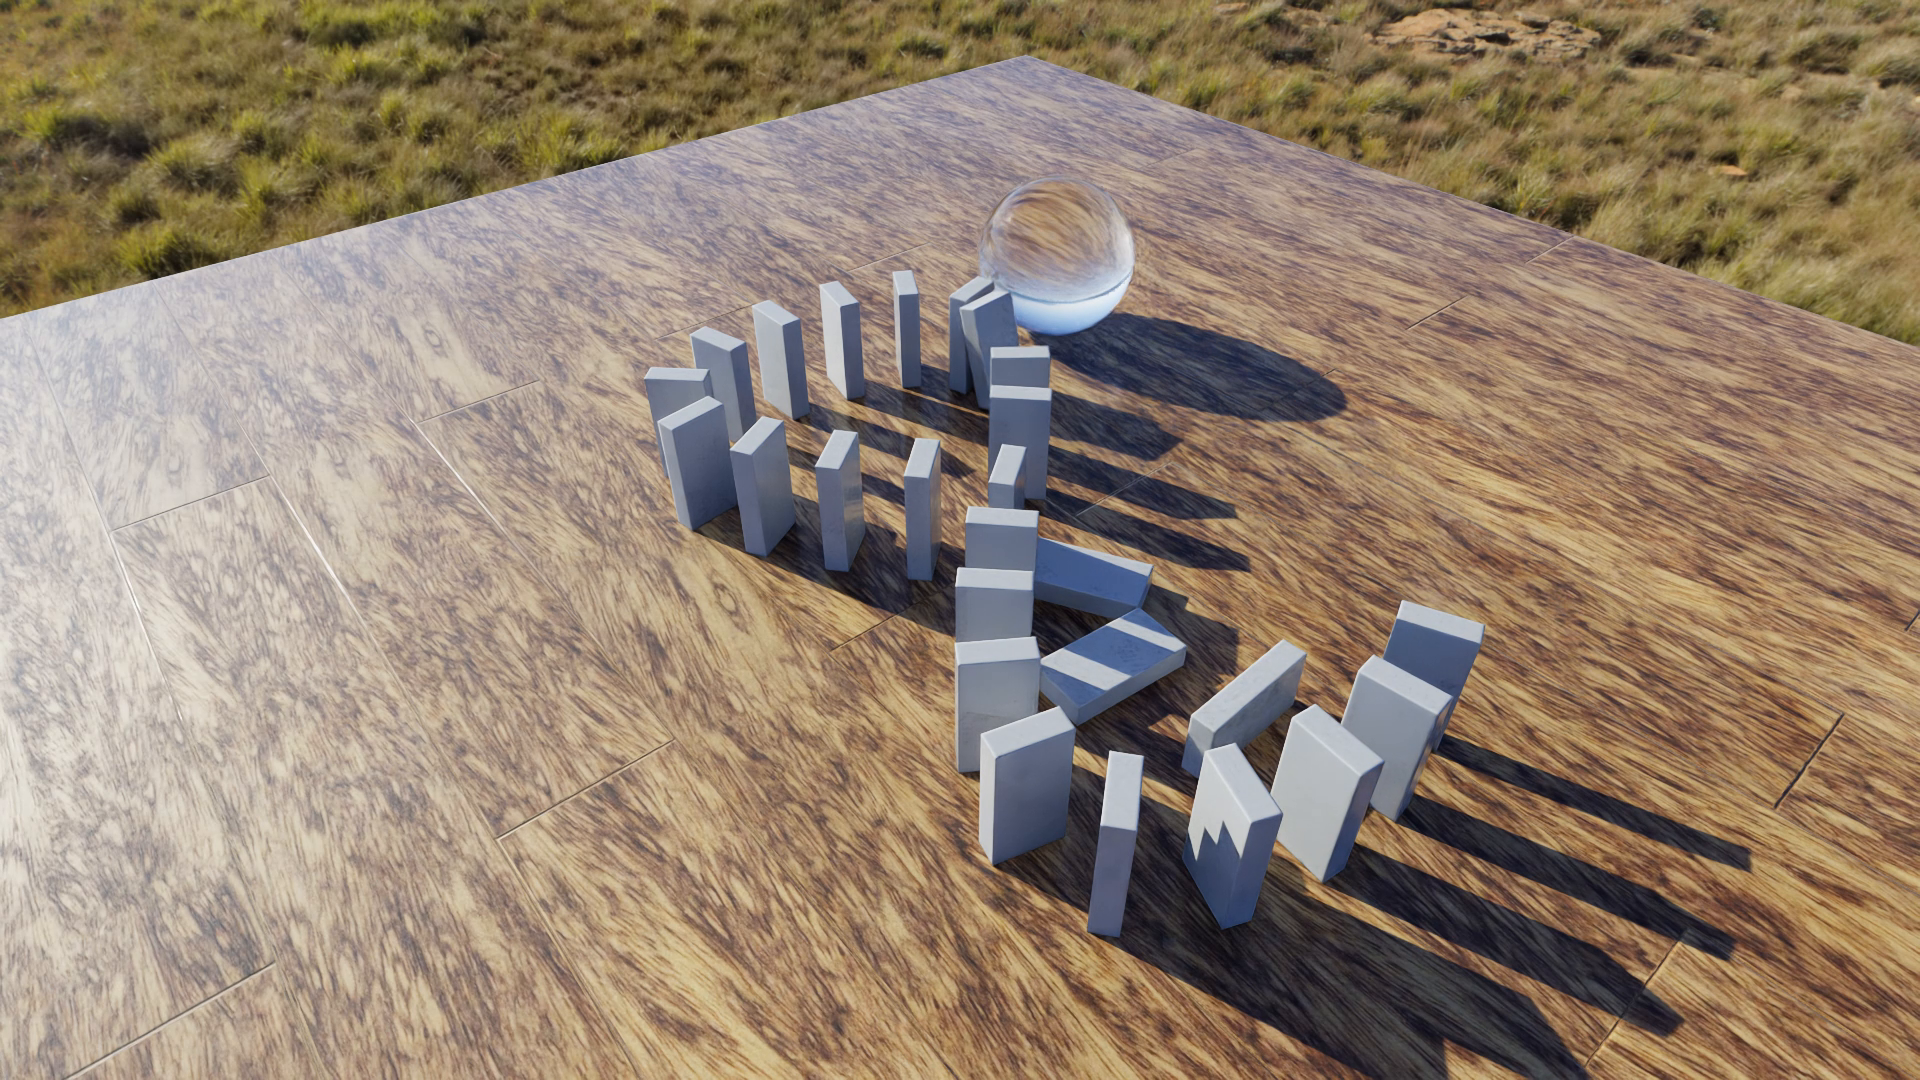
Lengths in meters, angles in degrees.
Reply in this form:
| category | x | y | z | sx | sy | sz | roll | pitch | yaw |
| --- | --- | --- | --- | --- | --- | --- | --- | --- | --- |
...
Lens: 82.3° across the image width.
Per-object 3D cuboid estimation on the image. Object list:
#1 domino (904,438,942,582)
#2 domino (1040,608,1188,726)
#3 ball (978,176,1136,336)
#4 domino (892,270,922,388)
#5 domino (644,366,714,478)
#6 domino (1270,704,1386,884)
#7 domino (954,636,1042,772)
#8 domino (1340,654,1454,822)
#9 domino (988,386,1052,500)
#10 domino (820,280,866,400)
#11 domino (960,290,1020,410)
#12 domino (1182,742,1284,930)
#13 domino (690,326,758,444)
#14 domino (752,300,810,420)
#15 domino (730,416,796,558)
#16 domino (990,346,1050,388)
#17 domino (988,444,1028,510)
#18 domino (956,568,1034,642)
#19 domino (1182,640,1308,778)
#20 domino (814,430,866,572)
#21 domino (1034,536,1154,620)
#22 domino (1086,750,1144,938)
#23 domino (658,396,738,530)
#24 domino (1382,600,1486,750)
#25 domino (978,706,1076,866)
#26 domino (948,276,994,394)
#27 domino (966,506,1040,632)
| category | x | y | z | sx | sy | sz | roll | pitch | yaw |
| --- | --- | --- | --- | --- | --- | --- | --- | --- | --- |
| domino | -0.014 | -0.011 | 0.425 | 0.010 | 0.050 | 0.025 | 5 | 40 | 7 |
| domino | 0.053 | 0.044 | 0.390 | 0.050 | 0.010 | 0.025 | -24 | 45 | -27 |
| ball | 0.050 | -0.146 | 0.565 | 0.080 | 0.080 | 0.080 | 0 | 39 | 0 |
| domino | -0.026 | -0.103 | 0.537 | 0.009 | 0.050 | 0.025 | -6 | 40 | -7 |
| domino | -0.117 | -0.049 | 0.472 | 0.025 | 0.050 | 0.010 | 3 | 39 | 4 |
| domino | 0.105 | 0.074 | 0.321 | 0.010 | 0.050 | 0.025 | -23 | 44 | -25 |
| domino | 0.011 | 0.053 | 0.347 | 0.025 | 0.050 | 0.010 | -4 | 39 | -5 |
| domino | 0.130 | 0.061 | 0.337 | 0.025 | 0.050 | 0.009 | 31 | 48 | 32 |
| domino | 0.025 | -0.040 | 0.461 | 0.025 | 0.050 | 0.010 | 4 | 39 | 5 |
| domino | -0.056 | -0.095 | 0.528 | 0.010 | 0.050 | 0.025 | -18 | 43 | -21 |
| domino | 0.016 | -0.090 | 0.520 | 0.009 | 0.050 | 0.025 | 18 | 41 | 43 |
| domino | 0.076 | 0.084 | 0.309 | 0.009 | 0.050 | 0.025 | -12 | 41 | -14 |
| domino | -0.106 | -0.069 | 0.495 | 0.025 | 0.050 | 0.009 | 24 | 45 | 27 |
| domino | -0.083 | -0.084 | 0.514 | 0.009 | 0.050 | 0.025 | -29 | 47 | -31 |
| domino | -0.078 | -0.021 | 0.437 | 0.010 | 0.050 | 0.025 | 14 | 41 | 17 |
| domino | 0.026 | -0.061 | 0.486 | 0.025 | 0.050 | 0.010 | -1 | 39 | -1 |
| domino | 0.018 | -0.009 | 0.422 | 0.010 | 0.050 | 0.025 | 8 | 40 | 10 |
| domino | 0.011 | 0.032 | 0.372 | 0.025 | 0.050 | 0.010 | 3 | 39 | 4 |
| domino | 0.094 | 0.056 | 0.363 | 0.050 | 0.025 | 0.009 | -30 | 48 | -32 |
| domino | -0.046 | -0.015 | 0.430 | 0.009 | 0.050 | 0.025 | 7 | 40 | 9 |
| domino | 0.047 | 0.015 | 0.425 | 0.050 | 0.010 | 0.025 | 14 | 41 | 17 |
| domino | 0.043 | 0.085 | 0.307 | 0.009 | 0.050 | 0.025 | 7 | 40 | 9 |
| domino | -0.106 | -0.031 | 0.449 | 0.010 | 0.050 | 0.025 | 29 | 48 | 31 |
| domino | 0.149 | 0.045 | 0.357 | 0.025 | 0.050 | 0.010 | 18 | 43 | 21 |
| domino | 0.019 | 0.073 | 0.323 | 0.025 | 0.050 | 0.009 | -16 | 42 | -19 |
| domino | 0.006 | -0.099 | 0.532 | 0.010 | 0.050 | 0.025 | 23 | 44 | 25 |
| domino | 0.015 | 0.011 | 0.398 | 0.025 | 0.050 | 0.010 | 4 | 40 | 5 |
